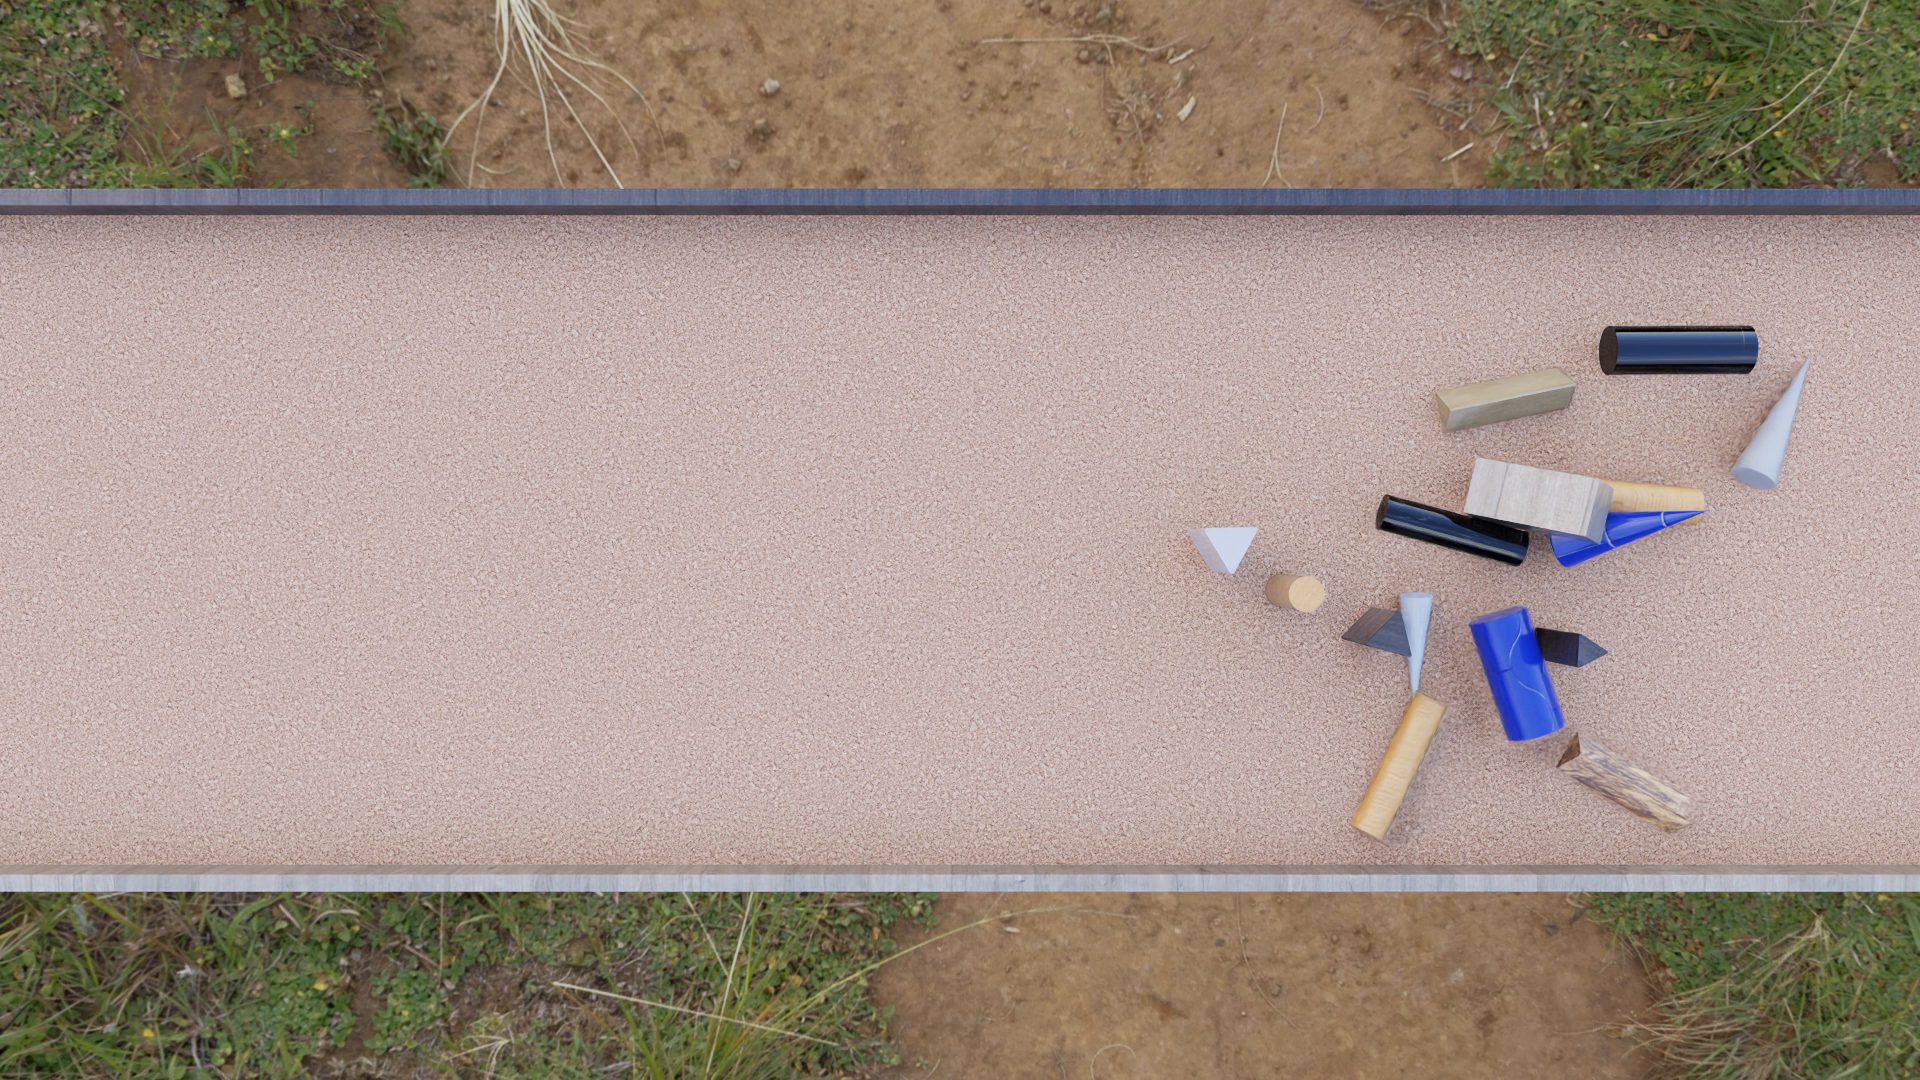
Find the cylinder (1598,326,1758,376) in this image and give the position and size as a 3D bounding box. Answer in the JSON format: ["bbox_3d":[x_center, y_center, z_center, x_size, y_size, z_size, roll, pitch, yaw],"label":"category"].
[{"bbox_3d":[2.176,-0.576,5.002,0.420,0.149,0.149,0,90,0],"label":"cylinder"}]

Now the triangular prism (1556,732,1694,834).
[{"bbox_3d":[2.039,0.747,5.018,0.402,0.110,0.127,31,90,0],"label":"triangular prism"}]

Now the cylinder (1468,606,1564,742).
[{"bbox_3d":[1.682,0.404,4.991,0.171,0.171,0.371,-18,90,0],"label":"cylinder"}]

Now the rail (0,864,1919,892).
[{"bbox_3d":[-2.247,1.025,5.001,12.000,0.150,0.050,0,90,0],"label":"rail"}]

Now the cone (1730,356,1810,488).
[{"bbox_3d":[2.514,-0.382,5.044,0.130,0.130,0.445,29,82,0],"label":"cone"}]

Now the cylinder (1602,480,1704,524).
[{"bbox_3d":[2.049,-0.120,5.021,0.383,0.112,0.112,5,90,0],"label":"cylinder"}]

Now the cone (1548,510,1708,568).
[{"bbox_3d":[1.984,-0.042,4.863,0.438,0.173,0.173,-15,90,43],"label":"cone"}]

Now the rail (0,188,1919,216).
[{"bbox_3d":[-2.247,-1.025,5.002,12.000,0.150,0.050,0,90,0],"label":"rail"}]

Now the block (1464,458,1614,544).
[{"bbox_3d":[1.719,-0.117,4.902,0.363,0.170,0.170,14,90,35],"label":"block"}]

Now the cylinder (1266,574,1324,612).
[{"bbox_3d":[0.990,0.155,4.893,0.103,0.366,0.103,0,90,0],"label":"cylinder"}]

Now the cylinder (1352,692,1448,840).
[{"bbox_3d":[1.340,0.688,5.025,0.103,0.103,0.449,26,90,0],"label":"cylinder"}]

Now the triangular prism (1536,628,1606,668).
[{"bbox_3d":[1.792,0.306,4.897,0.095,0.359,0.083,-27,90,0],"label":"triangular prism"}]

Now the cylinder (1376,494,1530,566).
[{"bbox_3d":[1.497,-0.029,5.021,0.440,0.112,0.112,15,90,0],"label":"cylinder"}]

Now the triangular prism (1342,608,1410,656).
[{"bbox_3d":[1.254,0.263,4.919,0.134,0.315,0.116,16,90,0],"label":"triangular prism"}]

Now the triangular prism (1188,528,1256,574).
[{"bbox_3d":[0.794,0.000,4.893,0.129,0.368,0.149,-31,90,0],"label":"triangular prism"}]

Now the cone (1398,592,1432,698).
[{"bbox_3d":[1.394,0.347,5.052,0.101,0.101,0.361,-1,98,0],"label":"cone"}]

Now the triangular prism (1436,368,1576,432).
[{"bbox_3d":[1.665,-0.430,5.019,0.389,0.109,0.126,-12,90,0],"label":"triangular prism"}]
